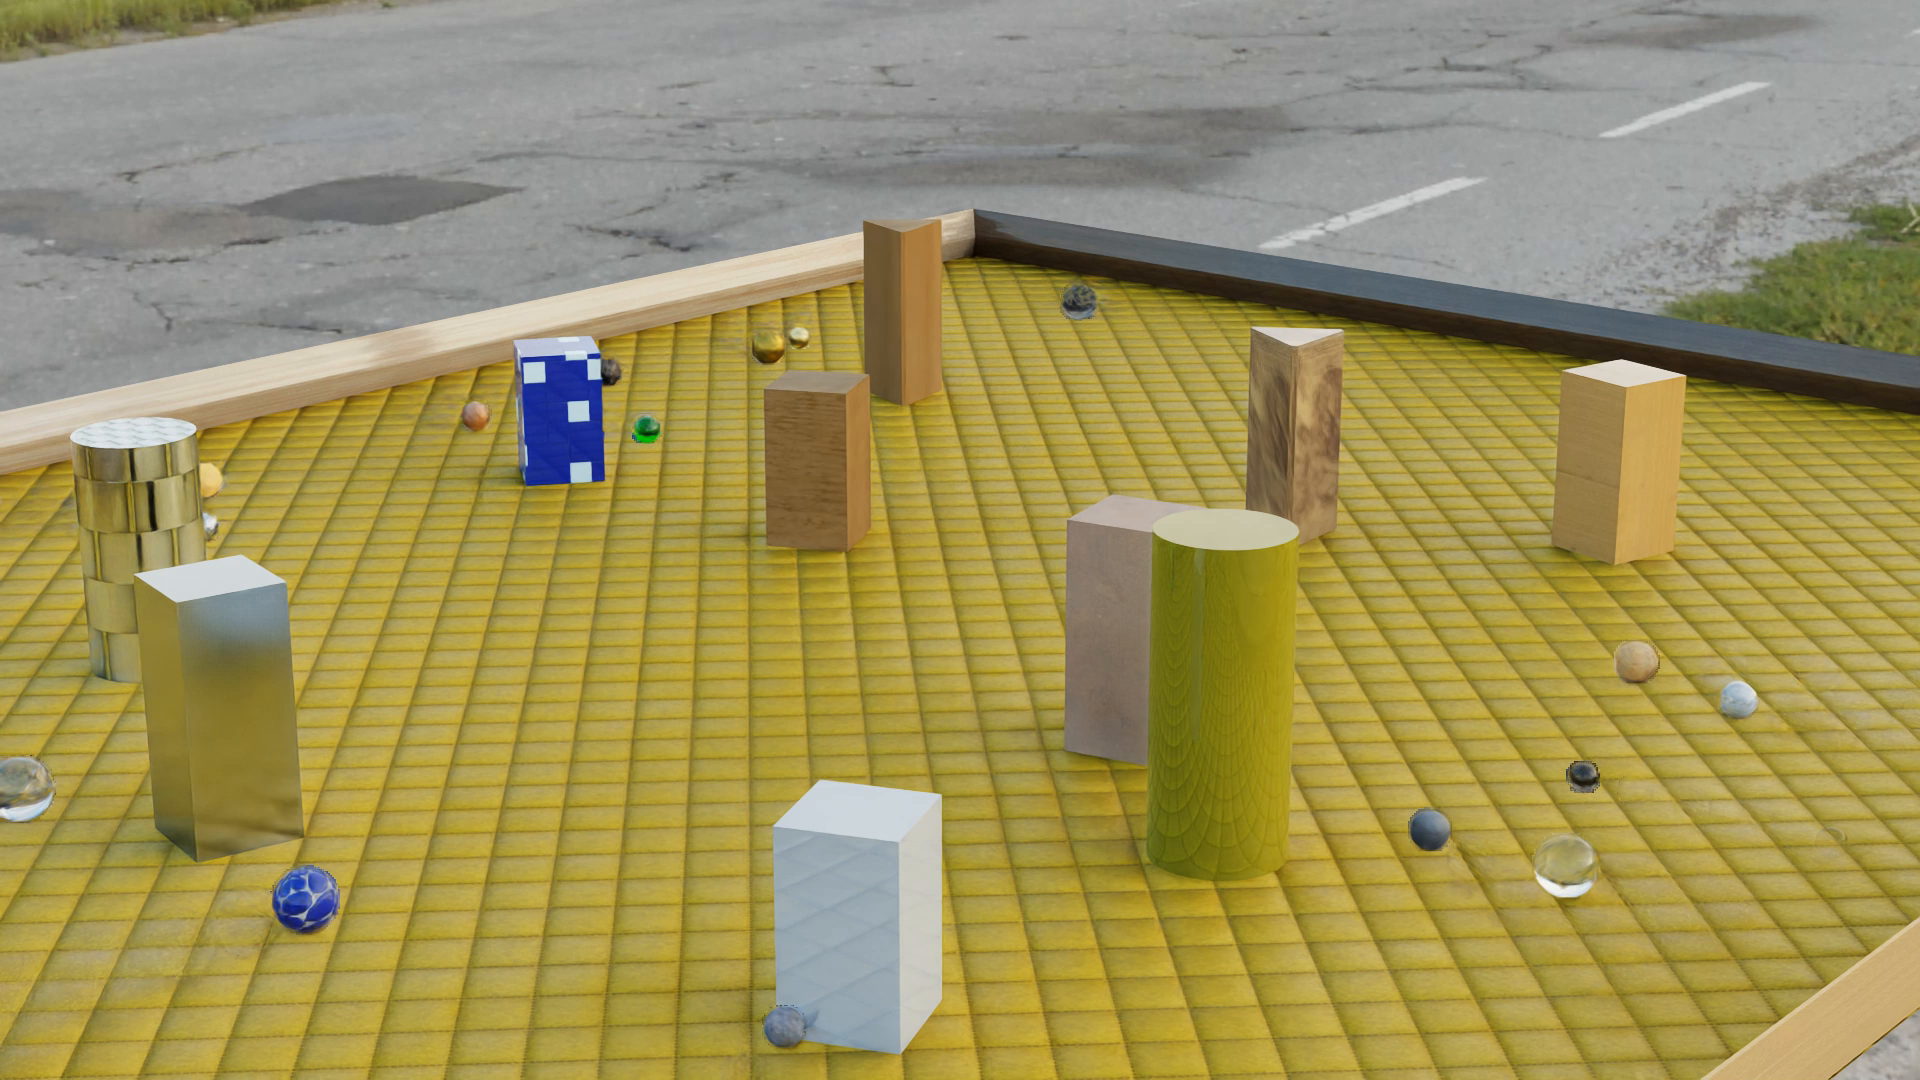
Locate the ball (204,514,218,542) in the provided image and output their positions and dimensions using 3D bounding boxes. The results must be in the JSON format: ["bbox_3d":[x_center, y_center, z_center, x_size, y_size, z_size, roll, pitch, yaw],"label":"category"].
[{"bbox_3d":[-1.400,-0.022,5.427,0.053,0.053,0.053,0,17,0],"label":"ball"}]

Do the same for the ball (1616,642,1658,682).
[{"bbox_3d":[1.081,0.195,4.686,0.066,0.066,0.066,0,17,0],"label":"ball"}]

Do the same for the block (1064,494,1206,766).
[{"bbox_3d":[0.262,0.134,4.379,0.156,0.361,0.156,9,19,27],"label":"block"}]

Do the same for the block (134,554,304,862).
[{"bbox_3d":[-1.020,0.230,4.039,0.156,0.373,0.156,-12,20,-34],"label":"block"}]

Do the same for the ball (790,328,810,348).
[{"bbox_3d":[-0.380,-0.478,6.945,0.051,0.051,0.051,0,17,0],"label":"ball"}]

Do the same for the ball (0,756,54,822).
[{"bbox_3d":[-1.323,0.351,4.126,0.092,0.092,0.092,0,17,0],"label":"ball"}]

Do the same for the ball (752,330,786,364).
[{"bbox_3d":[-0.444,-0.447,6.791,0.079,0.079,0.079,0,17,0],"label":"ball"}]

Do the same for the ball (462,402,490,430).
[{"bbox_3d":[-1.026,-0.262,6.209,0.061,0.061,0.061,0,17,0],"label":"ball"}]

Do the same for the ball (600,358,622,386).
[{"bbox_3d":[-0.791,-0.377,6.589,0.062,0.062,0.062,0,17,0],"label":"ball"}]

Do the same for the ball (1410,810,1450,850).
[{"bbox_3d":[0.646,0.399,4.028,0.056,0.056,0.056,0,17,0],"label":"ball"}]

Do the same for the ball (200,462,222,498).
[{"bbox_3d":[-1.473,-0.117,5.716,0.068,0.068,0.068,0,17,0],"label":"ball"}]

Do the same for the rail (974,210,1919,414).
[{"bbox_3d":[1.502,-0.468,6.776,3.921,0.126,0.045,14,22,39],"label":"rail"}]

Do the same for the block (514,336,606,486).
[{"bbox_3d":[-0.800,-0.259,5.853,0.156,0.261,0.156,-4,17,-13],"label":"block"}]

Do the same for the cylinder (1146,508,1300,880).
[{"bbox_3d":[0.353,0.207,3.958,0.194,0.464,0.194,0,17,0],"label":"cylinder"}]

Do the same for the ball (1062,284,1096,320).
[{"bbox_3d":[0.294,-0.587,7.240,0.087,0.087,0.087,0,17,0],"label":"ball"}]

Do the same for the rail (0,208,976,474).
[{"bbox_3d":[-1.463,-0.335,6.336,0.045,0.126,4.628,14,22,39],"label":"rail"}]

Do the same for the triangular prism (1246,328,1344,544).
[{"bbox_3d":[0.598,-0.199,5.447,0.146,0.381,0.168,13,21,36],"label":"triangular prism"}]

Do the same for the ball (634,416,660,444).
[{"bbox_3d":[-0.653,-0.230,6.111,0.057,0.057,0.057,0,17,0],"label":"ball"}]

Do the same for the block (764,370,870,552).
[{"bbox_3d":[-0.262,-0.148,5.424,0.156,0.298,0.156,4,17,14],"label":"block"}]

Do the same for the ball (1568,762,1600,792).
[{"bbox_3d":[0.901,0.343,4.234,0.044,0.044,0.044,0,17,0],"label":"ball"}]

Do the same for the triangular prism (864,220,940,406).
[{"bbox_3d":[-0.105,-0.510,6.470,0.146,0.385,0.168,-10,20,-30],"label":"triangular prism"}]

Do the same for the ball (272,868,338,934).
[{"bbox_3d":[-0.841,0.463,3.768,0.084,0.084,0.084,0,17,0],"label":"ball"}]

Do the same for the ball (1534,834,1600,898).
[{"bbox_3d":[0.801,0.431,3.872,0.084,0.084,0.084,0,17,0],"label":"ball"}]

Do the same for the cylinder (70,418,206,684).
[{"bbox_3d":[-1.316,0.015,4.725,0.194,0.389,0.194,0,17,0],"label":"cylinder"}]

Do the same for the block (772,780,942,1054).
[{"bbox_3d":[-0.120,0.447,3.498,0.156,0.269,0.156,5,18,17],"label":"block"}]

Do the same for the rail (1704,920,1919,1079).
[{"bbox_3d":[1.463,0.398,3.904,0.045,0.126,4.628,14,22,39],"label":"rail"}]

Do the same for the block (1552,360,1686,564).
[{"bbox_3d":[1.202,-0.144,5.353,0.156,0.330,0.156,-11,20,-33],"label":"block"}]

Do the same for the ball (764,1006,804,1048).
[{"bbox_3d":[-0.207,0.574,3.454,0.048,0.048,0.048,0,17,0],"label":"ball"}]

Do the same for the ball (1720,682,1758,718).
[{"bbox_3d":[1.203,0.247,4.529,0.057,0.057,0.057,0,17,0],"label":"ball"}]
